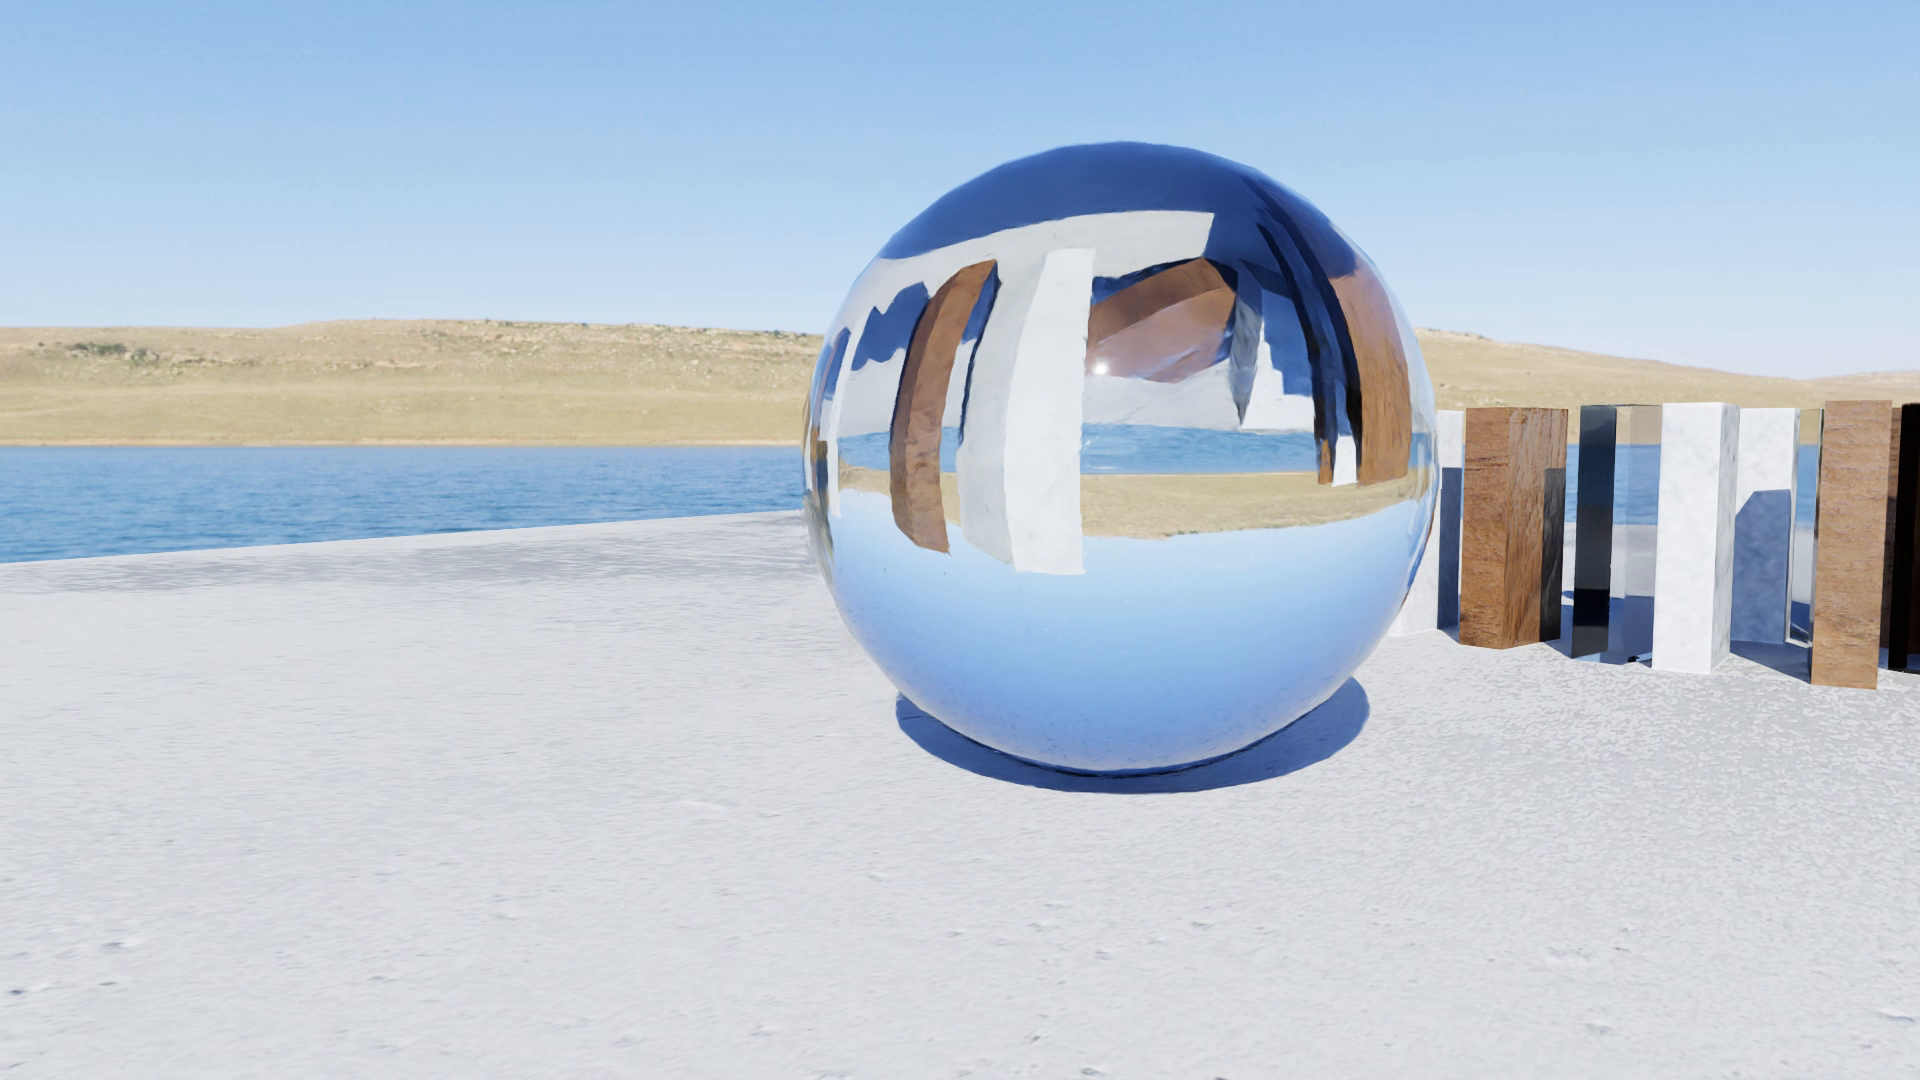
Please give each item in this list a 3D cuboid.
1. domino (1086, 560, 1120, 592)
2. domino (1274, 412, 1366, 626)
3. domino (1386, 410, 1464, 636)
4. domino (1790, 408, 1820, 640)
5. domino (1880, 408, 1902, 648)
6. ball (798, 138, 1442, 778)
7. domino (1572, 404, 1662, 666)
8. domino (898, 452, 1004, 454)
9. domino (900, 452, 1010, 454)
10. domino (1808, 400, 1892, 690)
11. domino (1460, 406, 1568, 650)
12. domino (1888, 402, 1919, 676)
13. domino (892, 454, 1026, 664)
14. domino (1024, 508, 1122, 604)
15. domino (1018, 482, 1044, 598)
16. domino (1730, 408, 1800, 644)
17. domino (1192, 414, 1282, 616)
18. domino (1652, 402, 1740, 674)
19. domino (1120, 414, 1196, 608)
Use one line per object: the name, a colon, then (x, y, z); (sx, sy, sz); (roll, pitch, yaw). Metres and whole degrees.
domino: (0.059, 0.009, 0.388); (0.025, 0.009, 0.050); (2, 5, 25)
domino: (0.088, -0.006, 0.311); (0.025, 0.050, 0.010); (-4, 6, -43)
domino: (0.104, -0.004, 0.293); (0.025, 0.050, 0.010); (-4, 6, -40)
domino: (0.191, -0.004, 0.285); (0.010, 0.050, 0.025); (1, 4, 17)
domino: (0.205, -0.002, 0.267); (0.025, 0.050, 0.010); (-1, 4, -16)
ball: (0.019, -0.010, 0.166); (0.080, 0.080, 0.080); (0, 4, 0)
domino: (0.134, -0.002, 0.256); (0.025, 0.050, 0.010); (-3, 6, -39)
domino: (-0.002, 0.001, 0.290); (0.025, 0.009, 0.050); (0, 46, -1)
domino: (-0.001, 0.002, 0.276); (0.025, 0.010, 0.050); (0, 46, -1)
domino: (0.161, 0.000, 0.233); (0.009, 0.050, 0.025); (3, 5, 32)
domino: (0.119, -0.003, 0.275); (0.025, 0.050, 0.009); (-3, 6, -39)
domino: (0.184, 0.000, 0.230); (0.010, 0.050, 0.025); (-2, 5, -23)
domino: (0.000, 0.003, 0.262); (0.025, 0.010, 0.050); (0, 46, -1)
domino: (0.028, 0.004, 0.363); (0.025, 0.010, 0.050); (4, 22, 42)
domino: (0.007, 0.001, 0.347); (0.025, 0.010, 0.050); (-5, 27, 13)
domino: (0.168, -0.004, 0.283); (0.025, 0.050, 0.010); (4, 6, 40)
domino: (0.071, -0.007, 0.328); (0.010, 0.050, 0.025); (4, 6, 44)
domino: (0.142, -0.001, 0.248); (0.009, 0.050, 0.025); (3, 5, 38)
domino: (0.054, -0.008, 0.343); (0.009, 0.050, 0.025); (3, 5, 38)
